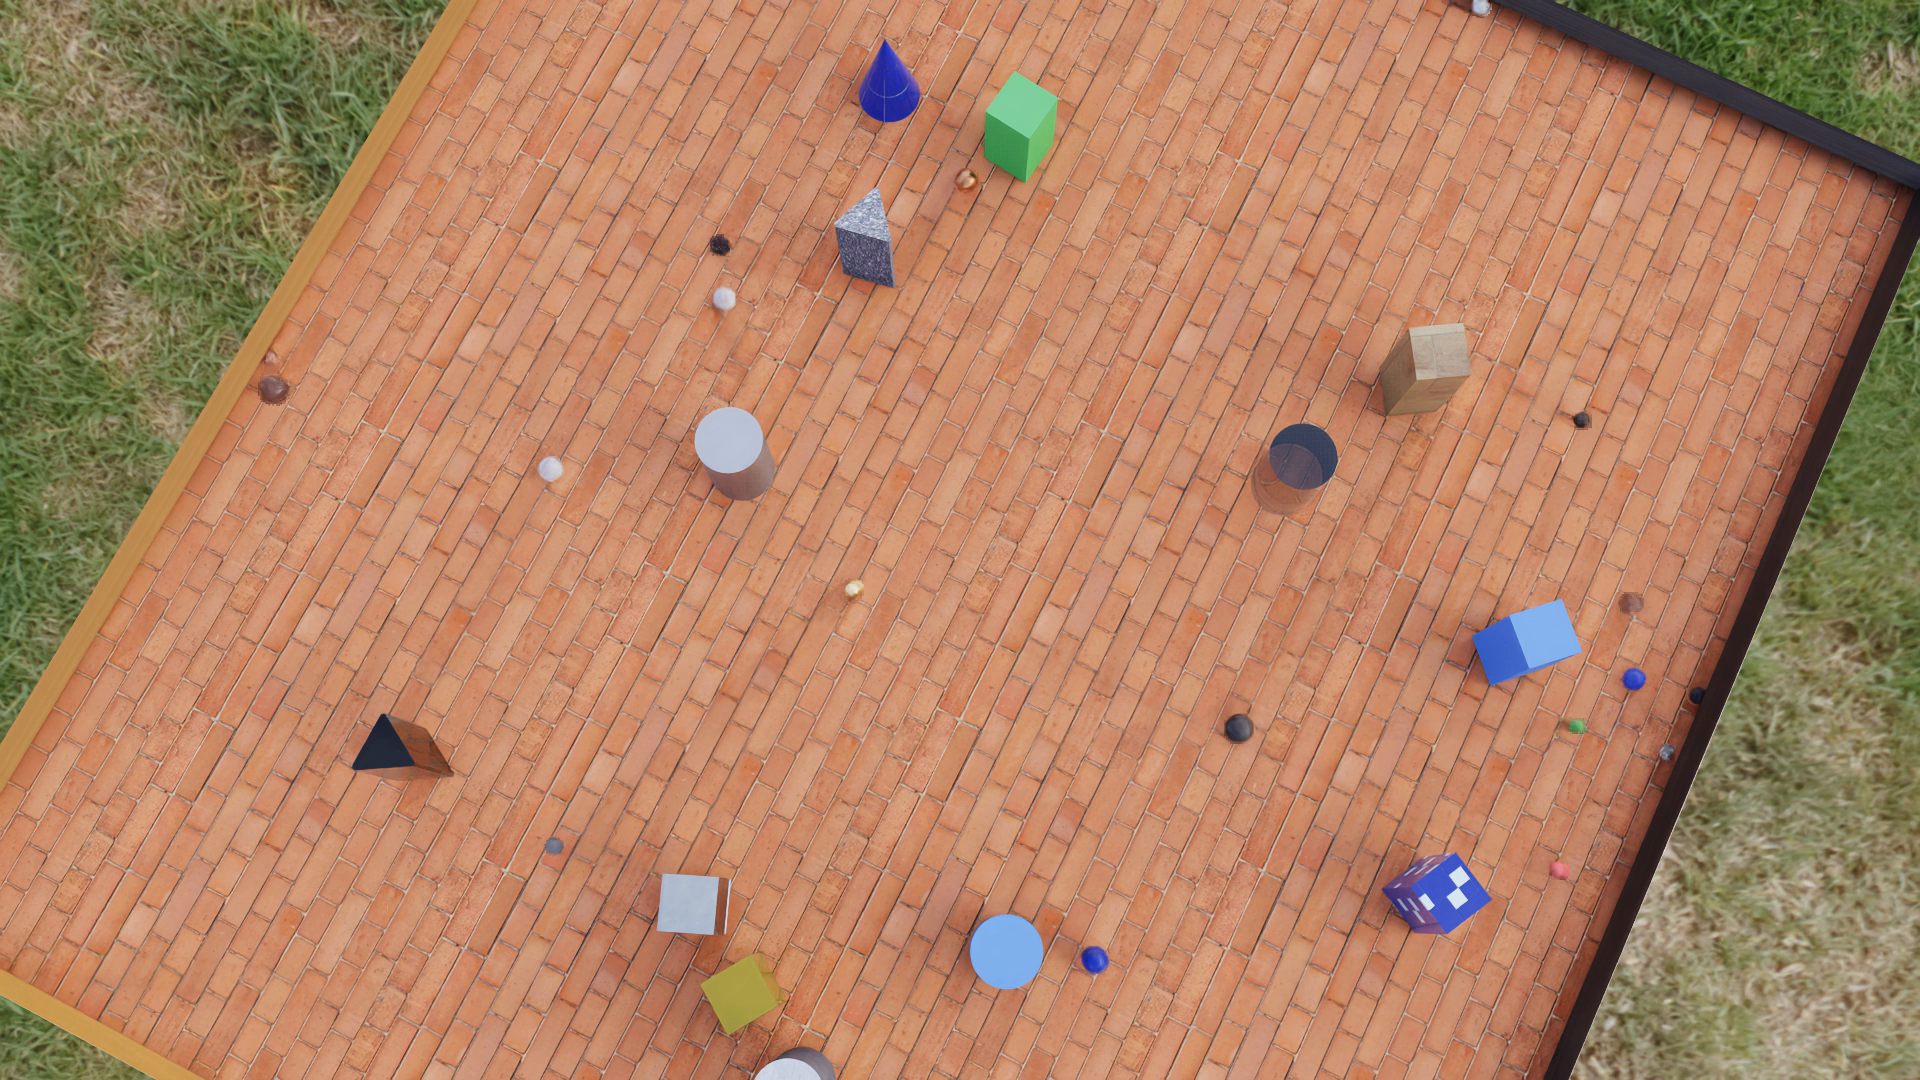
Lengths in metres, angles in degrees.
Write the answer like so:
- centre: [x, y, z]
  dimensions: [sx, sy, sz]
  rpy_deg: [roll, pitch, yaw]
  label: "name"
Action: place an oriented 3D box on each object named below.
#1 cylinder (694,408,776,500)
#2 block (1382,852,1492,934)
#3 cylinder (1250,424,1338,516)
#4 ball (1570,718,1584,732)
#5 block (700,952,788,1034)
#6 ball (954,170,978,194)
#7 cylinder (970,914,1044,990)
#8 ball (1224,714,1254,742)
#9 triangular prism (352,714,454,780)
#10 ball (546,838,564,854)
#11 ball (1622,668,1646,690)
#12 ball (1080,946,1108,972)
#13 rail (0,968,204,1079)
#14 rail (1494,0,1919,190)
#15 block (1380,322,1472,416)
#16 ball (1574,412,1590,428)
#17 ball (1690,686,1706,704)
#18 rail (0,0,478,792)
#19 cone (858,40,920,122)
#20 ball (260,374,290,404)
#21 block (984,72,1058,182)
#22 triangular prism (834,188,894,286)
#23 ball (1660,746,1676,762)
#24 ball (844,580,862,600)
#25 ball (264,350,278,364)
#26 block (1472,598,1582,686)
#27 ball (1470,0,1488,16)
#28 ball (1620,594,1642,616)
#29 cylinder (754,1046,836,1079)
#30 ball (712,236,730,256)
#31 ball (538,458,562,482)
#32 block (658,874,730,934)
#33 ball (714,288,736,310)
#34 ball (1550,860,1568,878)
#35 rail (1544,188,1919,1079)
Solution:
- centre: [-0.670, -0.254, 5.487]
  dimensions: [0.199, 0.356, 0.199]
  rpy_deg: [0, 78, 0]
  label: "cylinder"
- centre: [1.354, 1.009, 5.224]
  dimensions: [0.159, 0.360, 0.159]
  rpy_deg: [-35, 80, -7]
  label: "block"
- centre: [0.995, -0.207, 5.481]
  dimensions: [0.199, 0.349, 0.199]
  rpy_deg: [0, 78, 0]
  label: "cylinder"
- centre: [1.844, 0.555, 5.481]
  dimensions: [0.041, 0.041, 0.041]
  rpy_deg: [0, 78, 0]
  label: "ball"
- centre: [-0.611, 1.286, 5.206]
  dimensions: [0.159, 0.283, 0.159]
  rpy_deg: [-30, 80, -6]
  label: "block"
- centre: [0.019, -1.138, 5.814]
  dimensions: [0.074, 0.074, 0.074]
  rpy_deg: [0, 78, 0]
  label: "ball"
- centre: [0.127, 1.159, 5.174]
  dimensions: [0.199, 0.397, 0.199]
  rpy_deg: [0, 78, 0]
  label: "cylinder"
- centre: [0.832, 0.560, 5.456]
  dimensions: [0.087, 0.087, 0.087]
  rpy_deg: [0, 78, 0]
  label: "ball"
- centre: [-1.602, 0.596, 5.286]
  dimensions: [0.172, 0.406, 0.149]
  rpy_deg: [-4, 78, -1]
  label: "triangular prism"
- centre: [-1.193, 0.903, 5.404]
  dimensions: [0.051, 0.051, 0.051]
  rpy_deg: [0, 78, 0]
  label: "ball"
- centre: [2.021, 0.416, 5.497]
  dimensions: [0.066, 0.066, 0.066]
  rpy_deg: [0, 78, 0]
  label: "ball"
- centre: [0.390, 1.217, 5.325]
  dimensions: [0.077, 0.077, 0.077]
  rpy_deg: [0, 78, 0]
  label: "ball"
- centre: [-1.067, 2.097, 5.115]
  dimensions: [4.472, 0.129, 0.045]
  rpy_deg: [26, 80, 5]
  label: "rail"
- centre: [1.067, -2.084, 5.981]
  dimensions: [4.472, 0.129, 0.045]
  rpy_deg: [26, 80, 5]
  label: "rail"
- centre: [1.396, -0.509, 5.521]
  dimensions: [0.159, 0.394, 0.159]
  rpy_deg: [-5, 78, -1]
  label: "block"
- centre: [1.924, -0.371, 5.668]
  dimensions: [0.049, 0.049, 0.049]
  rpy_deg: [0, 78, 0]
  label: "ball"
- centre: [2.214, 0.464, 5.495]
  dimensions: [0.050, 0.050, 0.050]
  rpy_deg: [0, 78, 0]
  label: "ball"
- centre: [-1.979, -0.962, 5.749]
  dimensions: [0.045, 0.129, 4.821]
  rpy_deg: [26, 80, 5]
  label: "rail"
- centre: [-0.228, -1.479, 5.730]
  dimensions: [0.199, 0.377, 0.199]
  rpy_deg: [0, 78, 0]
  label: "cone"
- centre: [-2.120, -0.467, 5.668]
  dimensions: [0.088, 0.088, 0.088]
  rpy_deg: [0, 78, 0]
  label: "ball"
- centre: [0.187, -1.282, 5.709]
  dimensions: [0.159, 0.340, 0.159]
  rpy_deg: [33, 80, 6]
  label: "block"
- centre: [-0.266, -0.932, 5.603]
  dimensions: [0.172, 0.405, 0.149]
  rpy_deg: [17, 79, 3]
  label: "triangular prism"
- centre: [2.108, 0.637, 5.462]
  dimensions: [0.044, 0.044, 0.044]
  rpy_deg: [0, 78, 0]
  label: "ball"
- centre: [-0.326, 0.151, 5.556]
  dimensions: [0.057, 0.057, 0.057]
  rpy_deg: [0, 78, 0]
  label: "ball"
- centre: [-2.148, -0.569, 5.712]
  dimensions: [0.044, 0.044, 0.044]
  rpy_deg: [0, 78, 0]
  label: "ball"
- centre: [1.652, 0.303, 5.357]
  dimensions: [0.159, 0.386, 0.159]
  rpy_deg: [-17, 79, -3]
  label: "block"
- centre: [1.687, -1.733, 5.947]
  dimensions: [0.056, 0.056, 0.056]
  rpy_deg: [0, 78, 0]
  label: "ball"
- centre: [2.030, 0.195, 5.542]
  dimensions: [0.067, 0.067, 0.067]
  rpy_deg: [0, 78, 0]
  label: "ball"
- centre: [-0.457, 1.520, 5.070]
  dimensions: [0.199, 0.454, 0.199]
  rpy_deg: [0, 78, 0]
  label: "cylinder"
- centre: [-0.753, -0.927, 5.777]
  dimensions: [0.062, 0.062, 0.062]
  rpy_deg: [0, 78, 0]
  label: "ball"
- centre: [-1.257, -0.217, 5.625]
  dimensions: [0.072, 0.072, 0.072]
  rpy_deg: [0, 78, 0]
  label: "ball"
- centre: [-0.761, 1.046, 5.262]
  dimensions: [0.159, 0.270, 0.159]
  rpy_deg: [4, 78, 1]
  label: "block"
- centre: [-0.736, -0.753, 5.736]
  dimensions: [0.071, 0.071, 0.071]
  rpy_deg: [0, 78, 0]
  label: "ball"
- centre: [1.760, 0.969, 5.390]
  dimensions: [0.050, 0.050, 0.050]
  rpy_deg: [0, 78, 0]
  label: "ball"
- centre: [1.979, 0.976, 5.348]
  dimensions: [0.045, 0.129, 4.821]
  rpy_deg: [26, 80, 5]
  label: "rail"
